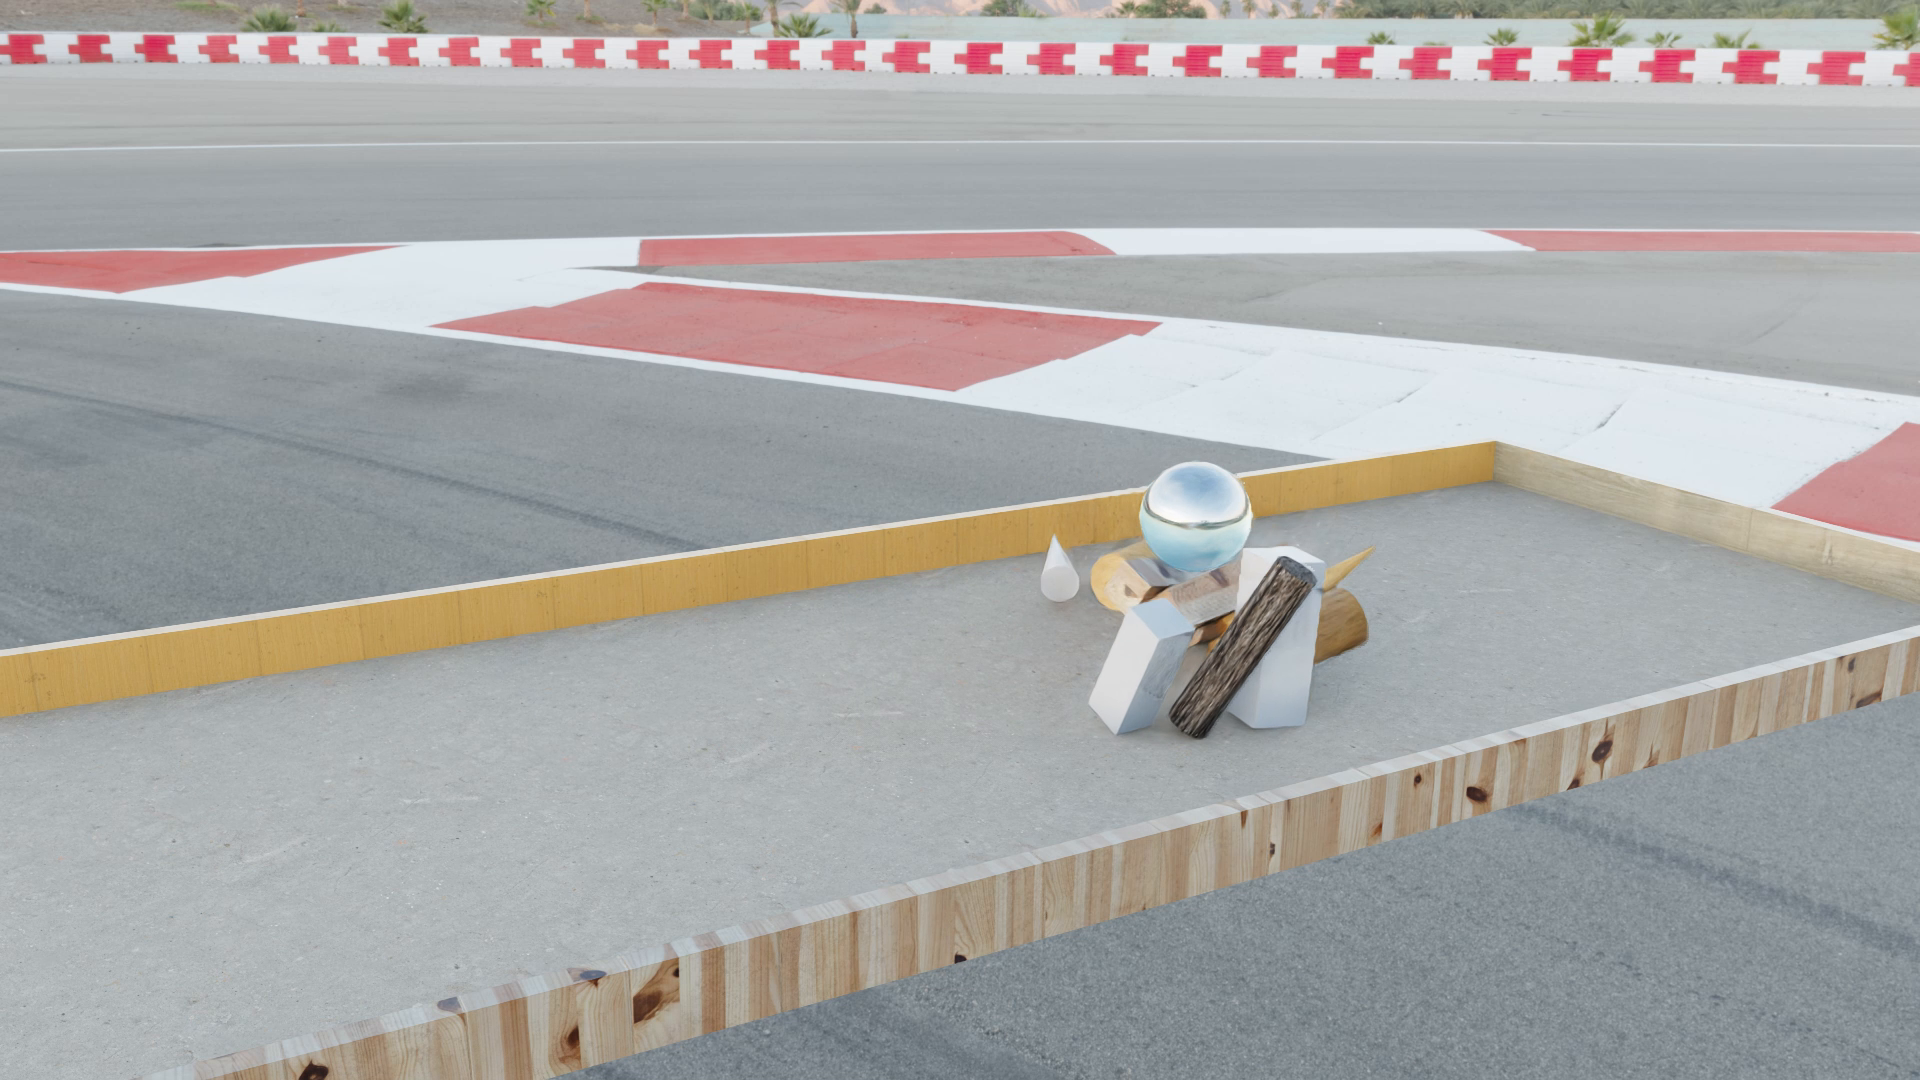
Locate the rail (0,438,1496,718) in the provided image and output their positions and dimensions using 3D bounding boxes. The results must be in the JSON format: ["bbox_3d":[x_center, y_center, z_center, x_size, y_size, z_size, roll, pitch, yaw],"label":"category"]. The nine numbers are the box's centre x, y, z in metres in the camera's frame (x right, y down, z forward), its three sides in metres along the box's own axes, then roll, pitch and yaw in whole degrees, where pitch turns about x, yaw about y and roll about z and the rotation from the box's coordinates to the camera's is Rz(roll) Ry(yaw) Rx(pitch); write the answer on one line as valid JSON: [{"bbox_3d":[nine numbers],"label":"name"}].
[{"bbox_3d":[-3.305,0.497,3.399,12.000,0.150,0.050,-9,18,-27],"label":"rail"}]

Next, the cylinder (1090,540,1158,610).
[{"bbox_3d":[0.576,0.069,4.832,0.163,0.163,0.458,12,20,36],"label":"cylinder"}]

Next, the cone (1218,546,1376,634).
[{"bbox_3d":[0.890,0.141,4.228,0.455,0.157,0.157,-34,23,-7],"label":"cone"}]

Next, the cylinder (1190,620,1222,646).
[{"bbox_3d":[0.780,0.165,4.489,0.434,0.156,0.156,-12,20,-30],"label":"cylinder"}]

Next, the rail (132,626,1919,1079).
[{"bbox_3d":[-2.336,1.006,1.665,12.000,0.150,0.050,-9,18,-27],"label":"rail"}]

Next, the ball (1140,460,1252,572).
[{"bbox_3d":[0.641,-0.064,4.486,0.303,0.303,0.303,0,16,0],"label":"ball"}]

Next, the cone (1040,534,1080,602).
[{"bbox_3d":[0.287,0.051,4.901,0.113,0.113,0.373,0,23,0],"label":"cone"}]

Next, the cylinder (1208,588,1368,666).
[{"bbox_3d":[0.808,0.253,4.064,0.366,0.153,0.153,-21,22,-16],"label":"cylinder"}]

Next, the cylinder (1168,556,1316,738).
[{"bbox_3d":[0.634,0.245,3.726,0.100,0.460,0.100,26,25,-13],"label":"cylinder"}]

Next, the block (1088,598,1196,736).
[{"bbox_3d":[0.415,0.292,3.789,0.112,0.303,0.112,-11,45,-35],"label":"block"}]

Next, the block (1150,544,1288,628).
[{"bbox_3d":[0.697,0.133,4.292,0.383,0.114,0.114,-19,-12,-24],"label":"block"}]

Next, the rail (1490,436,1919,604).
[{"bbox_3d":[2.466,-0.048,5.253,0.050,0.150,2.100,-9,18,-27],"label":"rail"}]

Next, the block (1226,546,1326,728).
[{"bbox_3d":[0.736,0.227,3.861,0.138,0.397,0.138,-1,15,-21],"label":"block"}]

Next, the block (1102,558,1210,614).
[{"bbox_3d":[0.557,0.128,4.532,0.354,0.111,0.111,-1,40,-50],"label":"block"}]
